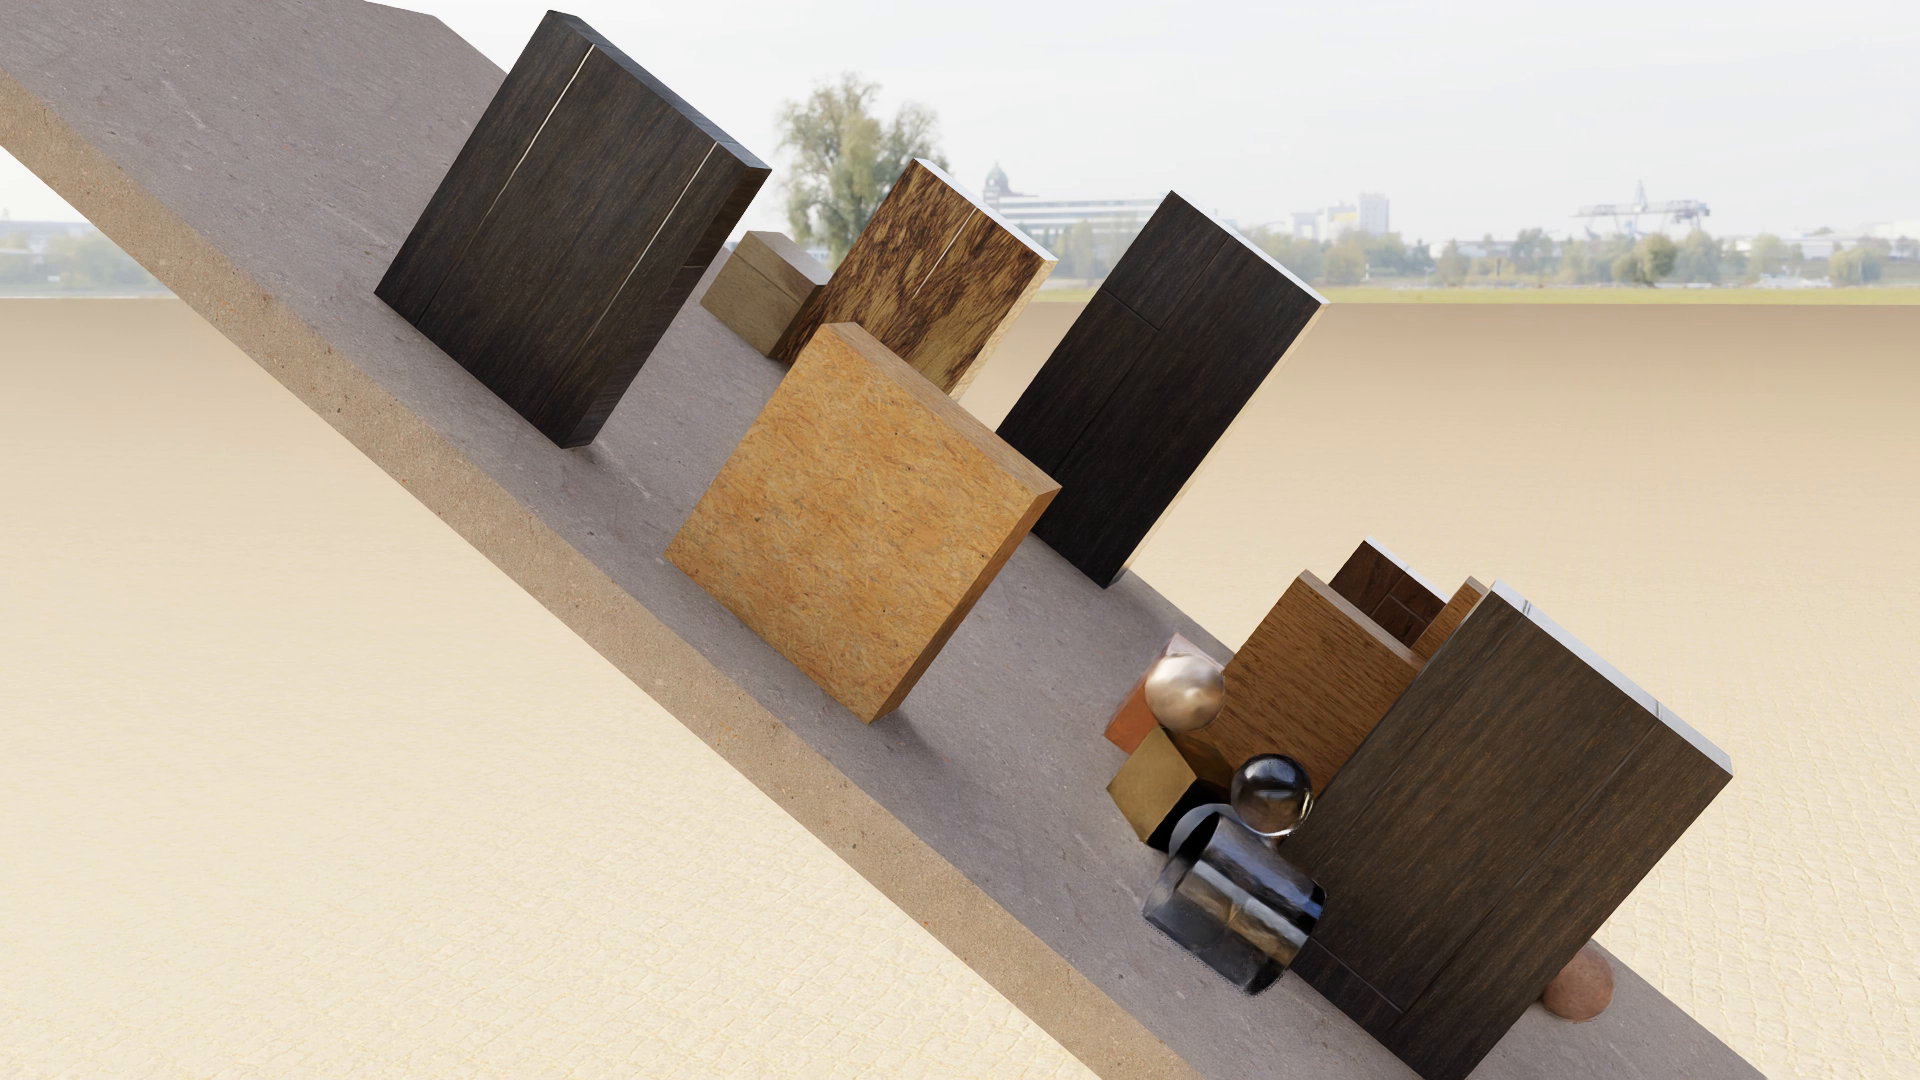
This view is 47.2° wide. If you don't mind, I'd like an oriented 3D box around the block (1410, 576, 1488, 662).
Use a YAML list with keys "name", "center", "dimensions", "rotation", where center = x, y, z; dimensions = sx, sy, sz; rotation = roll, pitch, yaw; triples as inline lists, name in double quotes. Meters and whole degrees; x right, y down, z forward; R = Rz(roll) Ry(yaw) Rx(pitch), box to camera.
- name: "block"
  center: [0.825, 0.369, 3.953]
  dimensions: [0.240, 0.584, 0.105]
  rotation: [39, 16, 9]

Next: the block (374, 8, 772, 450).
- name: "block"
  center: [-0.613, -0.483, 3.454]
  dimensions: [0.408, 0.539, 0.099]
  rotation: [39, 16, 9]

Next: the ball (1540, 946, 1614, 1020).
- name: "ball"
  center: [1.158, 0.833, 4.141]
  dimensions: [0.142, 0.142, 0.142]
  rotation: [0, 7, 0]

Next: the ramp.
- name: "ramp"
  center: [-0.059, 0.121, 4.067]
  dimensions: [4.000, 0.100, 2.000]
  rotation: [39, 16, 9]

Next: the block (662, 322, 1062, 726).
- name: "block"
  center: [-0.149, -0.028, 3.313]
  dimensions: [0.409, 0.437, 0.144]
  rotation: [39, 16, 9]

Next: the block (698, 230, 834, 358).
- name: "block"
  center: [-0.396, -0.524, 4.678]
  dimensions: [0.189, 0.189, 0.189]
  rotation: [39, 16, 9]

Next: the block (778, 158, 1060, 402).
- name: "block"
  center: [-0.090, -0.484, 4.611]
  dimensions: [0.351, 0.512, 0.110]
  rotation: [39, 16, 9]

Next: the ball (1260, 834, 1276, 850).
- name: "ball"
  center: [0.471, 0.505, 3.684]
  dimensions: [0.115, 0.115, 0.115]
  rotation: [0, 7, 0]

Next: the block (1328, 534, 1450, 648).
- name: "block"
  center: [0.816, 0.315, 4.285]
  dimensions: [0.433, 0.479, 0.084]
  rotation: [39, 16, 9]

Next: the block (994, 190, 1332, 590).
- name: "block"
  center: [0.393, -0.318, 4.697]
  dimensions: [0.394, 0.759, 0.140]
  rotation: [39, 16, 9]

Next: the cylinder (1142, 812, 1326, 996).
- name: "cylinder"
  center: [0.410, 0.544, 3.295]
  dimensions: [0.196, 0.196, 0.196]
  rotation: [36, 8, -1]

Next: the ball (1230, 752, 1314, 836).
- name: "ball"
  center: [0.490, 0.400, 3.455]
  dimensions: [0.131, 0.131, 0.131]
  rotation: [0, 7, 0]

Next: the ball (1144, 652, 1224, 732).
- name: "ball"
  center: [0.372, 0.251, 3.637]
  dimensions: [0.131, 0.131, 0.131]
  rotation: [0, 7, 0]

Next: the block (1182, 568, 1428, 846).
- name: "block"
  center: [0.580, 0.341, 3.746]
  dimensions: [0.348, 0.460, 0.105]
  rotation: [39, 16, 9]

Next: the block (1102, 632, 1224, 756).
- name: "block"
  center: [0.398, 0.312, 3.955]
  dimensions: [0.185, 0.185, 0.185]
  rotation: [37, 16, 3]

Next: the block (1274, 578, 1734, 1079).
- name: "block"
  center: [0.808, 0.467, 3.464]
  dimensions: [0.446, 0.675, 0.147]
  rotation: [39, 16, 9]

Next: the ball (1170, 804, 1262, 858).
- name: "ball"
  center: [0.409, 0.496, 3.516]
  dimensions: [0.149, 0.149, 0.149]
  rotation: [0, 7, 0]

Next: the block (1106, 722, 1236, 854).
- name: "block"
  center: [0.365, 0.422, 3.642]
  dimensions: [0.146, 0.146, 0.146]
  rotation: [24, 20, -36]
